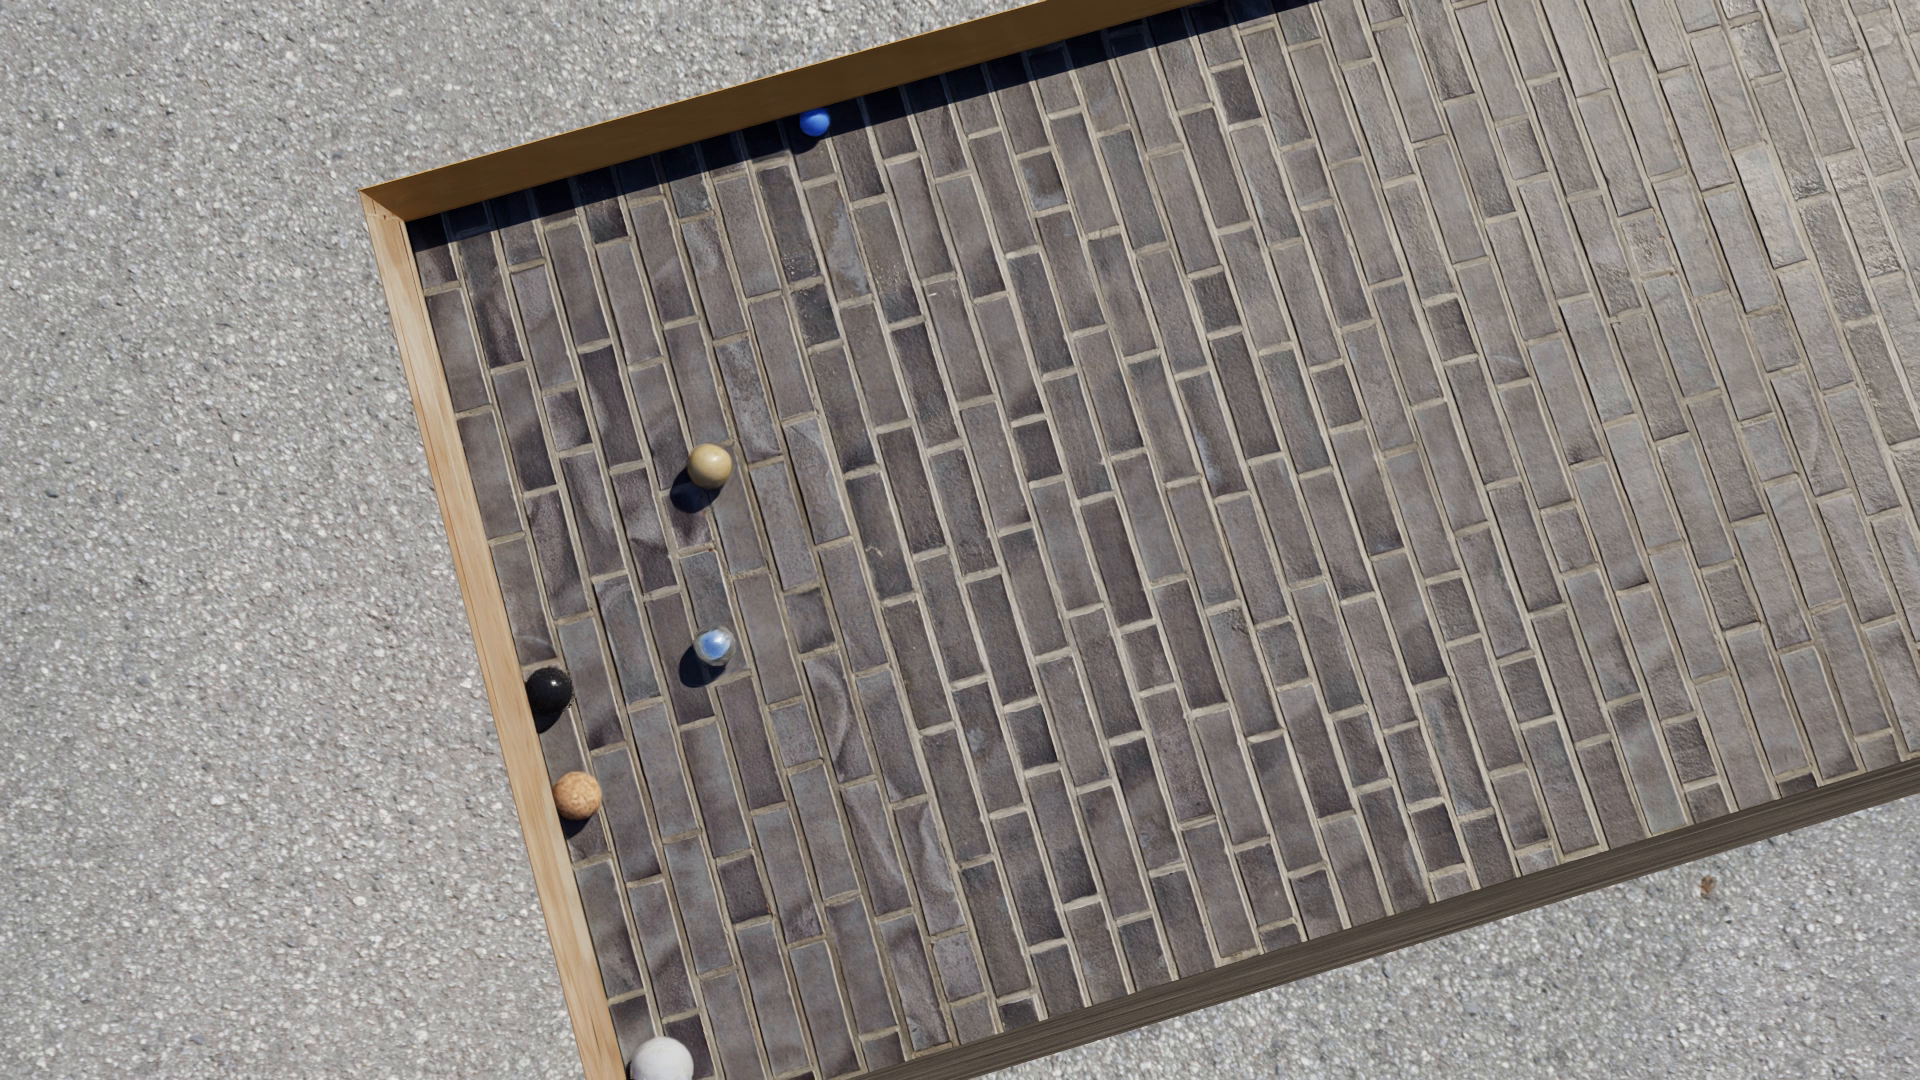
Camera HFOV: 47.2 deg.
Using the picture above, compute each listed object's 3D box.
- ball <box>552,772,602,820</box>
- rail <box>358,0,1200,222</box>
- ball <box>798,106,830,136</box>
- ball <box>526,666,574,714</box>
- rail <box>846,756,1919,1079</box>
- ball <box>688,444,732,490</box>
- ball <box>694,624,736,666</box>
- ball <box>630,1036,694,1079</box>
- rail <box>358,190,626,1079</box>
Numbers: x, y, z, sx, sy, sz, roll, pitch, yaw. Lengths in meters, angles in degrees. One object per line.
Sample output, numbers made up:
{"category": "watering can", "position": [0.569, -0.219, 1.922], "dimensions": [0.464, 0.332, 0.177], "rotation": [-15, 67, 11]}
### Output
{"category": "ball", "position": [-0.560, 0.374, 3.218], "dimensions": [0.072, 0.072, 0.072], "rotation": [0, 80, 0]}
{"category": "rail", "position": [0.487, -0.892, 3.424], "dimensions": [2.884, 0.118, 0.045], "rotation": [-16, 80, -3]}
{"category": "ball", "position": [-0.227, -0.651, 3.416], "dimensions": [0.048, 0.048, 0.048], "rotation": [0, 80, 0]}
{"category": "ball", "position": [-0.607, 0.222, 3.246], "dimensions": [0.070, 0.070, 0.070], "rotation": [0, 80, 0]}
{"category": "rail", "position": [0.897, 0.483, 3.174], "dimensions": [2.884, 0.118, 0.045], "rotation": [-16, 80, -3]}
{"category": "ball", "position": [-0.376, -0.110, 3.308], "dimensions": [0.068, 0.068, 0.068], "rotation": [0, 80, 0]}
{"category": "ball", "position": [-0.363, 0.157, 3.262], "dimensions": [0.063, 0.063, 0.063], "rotation": [0, 80, 0]}
{"category": "ball", "position": [-0.426, 0.756, 3.139], "dimensions": [0.091, 0.091, 0.091], "rotation": [0, 80, 0]}
{"category": "rail", "position": [-0.669, 0.188, 3.227], "dimensions": [0.045, 0.118, 1.504], "rotation": [-16, 80, -3]}
